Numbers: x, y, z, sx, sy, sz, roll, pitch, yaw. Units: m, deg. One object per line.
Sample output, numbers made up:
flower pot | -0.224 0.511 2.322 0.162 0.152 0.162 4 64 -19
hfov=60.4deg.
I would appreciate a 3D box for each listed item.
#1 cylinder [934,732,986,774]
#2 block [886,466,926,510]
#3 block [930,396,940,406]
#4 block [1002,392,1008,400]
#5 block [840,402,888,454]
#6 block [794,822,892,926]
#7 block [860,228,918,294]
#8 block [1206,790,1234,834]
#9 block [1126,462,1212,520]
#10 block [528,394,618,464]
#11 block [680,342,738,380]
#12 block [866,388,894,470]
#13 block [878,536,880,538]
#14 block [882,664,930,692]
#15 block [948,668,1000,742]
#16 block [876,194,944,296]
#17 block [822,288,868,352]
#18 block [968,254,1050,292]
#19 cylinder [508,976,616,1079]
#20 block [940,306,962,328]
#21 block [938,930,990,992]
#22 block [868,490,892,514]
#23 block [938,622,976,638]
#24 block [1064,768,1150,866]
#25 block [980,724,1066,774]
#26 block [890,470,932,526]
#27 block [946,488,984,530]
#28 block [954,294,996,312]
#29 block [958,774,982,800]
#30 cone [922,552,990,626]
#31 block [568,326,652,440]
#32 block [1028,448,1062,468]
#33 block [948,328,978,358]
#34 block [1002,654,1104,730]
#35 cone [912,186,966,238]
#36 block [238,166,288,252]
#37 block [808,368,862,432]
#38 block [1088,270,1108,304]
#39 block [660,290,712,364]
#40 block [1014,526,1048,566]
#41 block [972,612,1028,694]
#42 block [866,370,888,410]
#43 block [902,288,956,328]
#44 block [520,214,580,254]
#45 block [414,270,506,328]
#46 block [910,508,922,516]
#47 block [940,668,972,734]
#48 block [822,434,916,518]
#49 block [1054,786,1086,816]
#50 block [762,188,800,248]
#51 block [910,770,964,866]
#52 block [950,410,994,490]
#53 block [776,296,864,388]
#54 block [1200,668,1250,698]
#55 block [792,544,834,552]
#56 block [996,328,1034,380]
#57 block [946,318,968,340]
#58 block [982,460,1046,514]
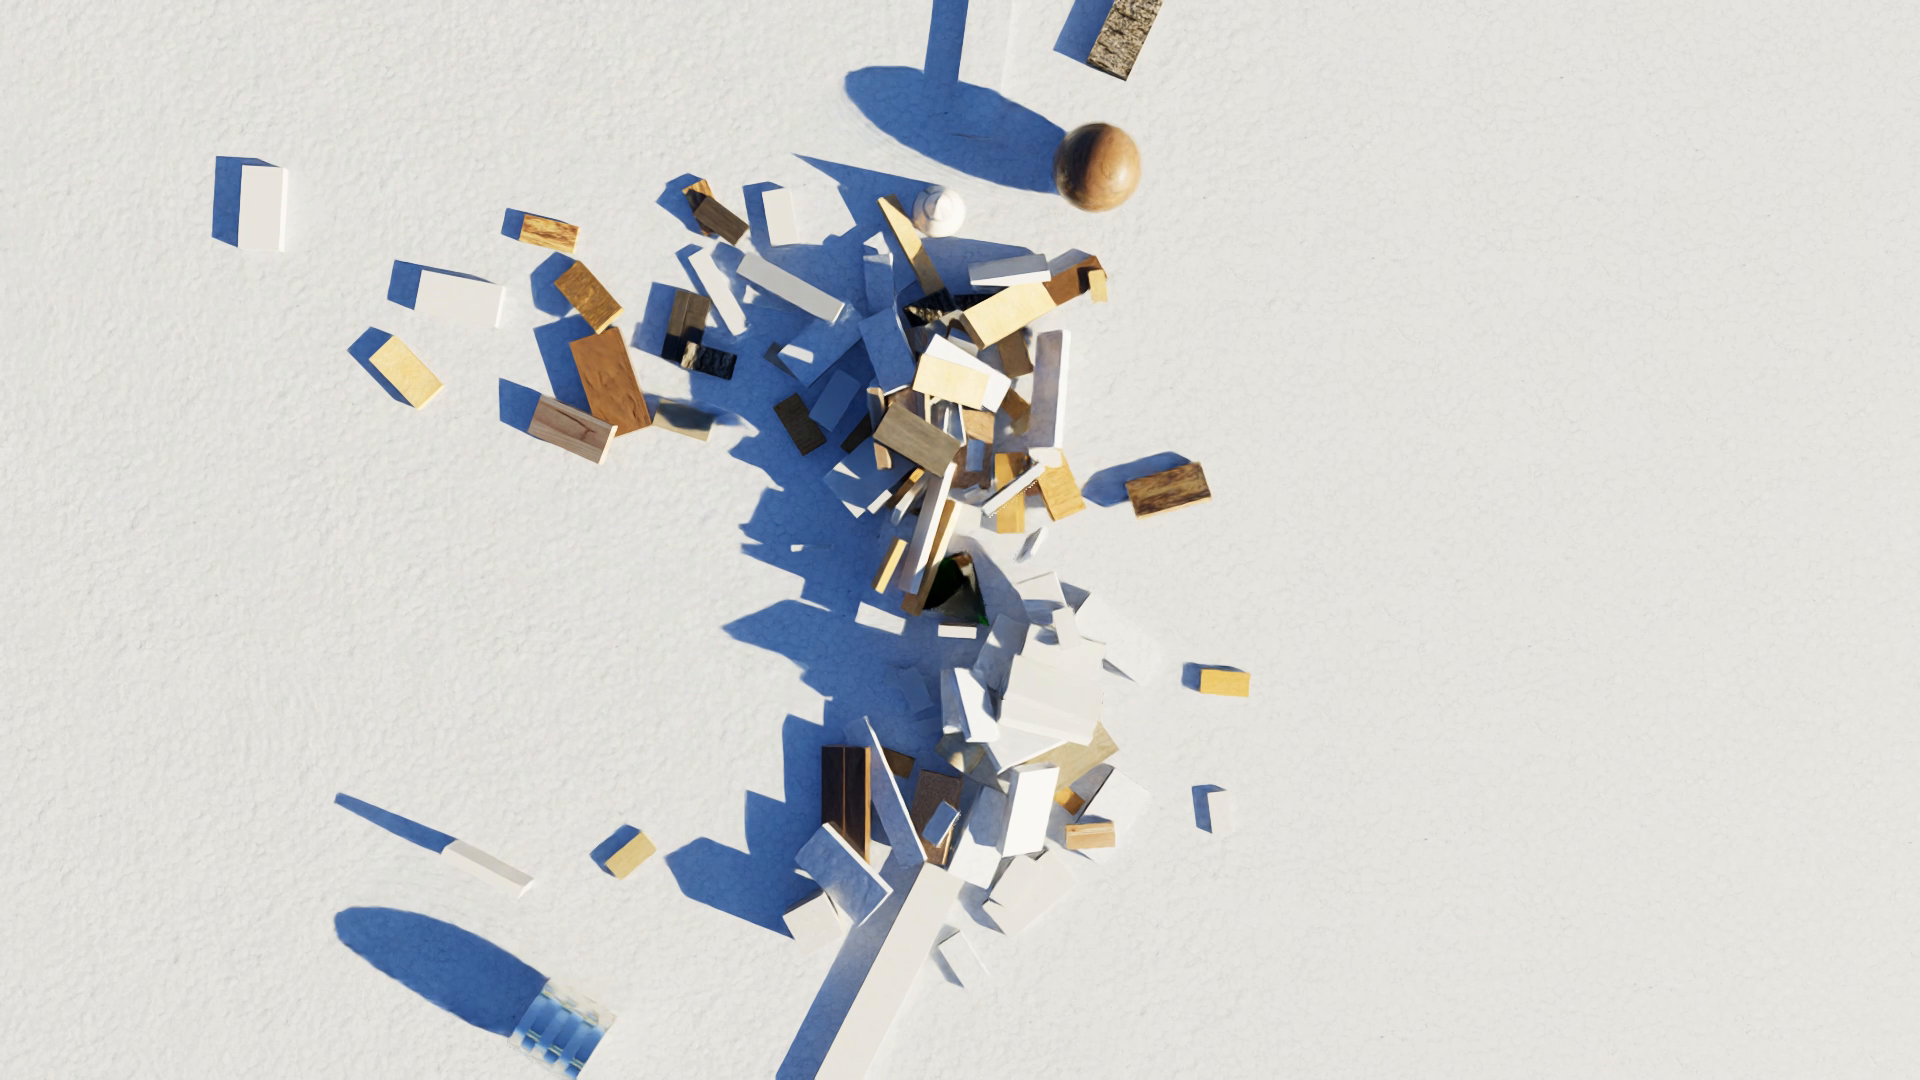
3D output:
cylinder | 0.016 0.669 5.426 0.148 0.148 0.148 34 90 0
block | -0.174 -0.175 5.384 0.026 0.182 0.091 40 48 -3
block | -0.062 -0.518 5.418 0.184 0.026 0.092 -38 52 -9
block | 0.092 -0.494 5.475 0.136 0.019 0.068 -4 81 9
block | -0.221 -0.387 5.476 0.172 0.049 0.345 39 90 0
block | -0.384 1.096 5.411 0.311 0.044 0.156 44 103 12
block | -0.231 -0.925 5.486 0.100 0.028 0.201 -35 90 0
block | 0.865 0.906 5.490 0.069 0.020 0.139 -7 90 0
block | 0.690 -0.163 5.464 0.257 0.036 0.128 -16 73 0
block | -1.281 -0.366 5.449 0.273 0.039 0.136 24 98 9
block | -0.832 -0.594 5.467 0.170 0.024 0.085 15 90 -15
block | -0.257 -0.358 5.336 0.037 0.130 0.259 -8 90 5
block | -0.229 0.011 5.493 0.047 0.013 0.094 -38 90 0
block | -0.181 0.469 5.490 0.142 0.020 0.071 20 90 0
block | 0.046 0.531 5.299 0.119 0.034 0.239 8 57 -40
block | -0.162 -0.975 5.474 0.070 0.020 0.369 -28 90 -31
block | -0.339 -0.701 5.487 0.347 0.026 0.091 35 90 0
block | 0.161 -0.883 5.437 0.258 0.129 0.037 -8 126 0
cylinder | -1.294 1.595 5.376 0.248 0.248 0.248 33 90 0
block | -0.019 -0.734 5.473 0.070 0.020 0.140 -41 92 19
block | 0.012 1.399 5.487 0.090 0.025 0.179 -33 90 0
block | -0.260 -0.125 5.415 0.086 0.171 0.024 -43 90 0
block | -0.009 0.293 5.381 0.119 0.239 0.034 3 90 0
block | 0.490 0.917 5.479 0.146 0.041 0.292 35 90 0
block | 0.214 0.635 5.367 0.293 0.042 0.147 -20 67 -28
block | -0.158 -0.140 5.408 0.027 0.095 0.191 33 58 7
block | 0.014 -0.168 5.444 0.131 0.037 0.262 7 90 0
block | 0.050 -0.782 5.490 0.140 0.020 0.070 -2 90 0
block | 0.041 0.831 5.491 0.123 0.017 0.062 27 90 0
cone | 0.022 0.210 5.446 0.242 0.242 0.242 -44 117 0
block | -1.157 -0.516 5.476 0.172 0.049 0.345 -18 90 0
block | 0.279 -0.270 5.433 0.106 0.015 0.053 4 68 -14
block | 0.007 -0.628 5.400 0.100 0.201 0.028 20 74 0
block | 0.304 0.496 5.371 0.314 0.044 0.157 20 46 -7
cone | -0.071 -1.095 5.411 0.178 0.178 0.178 0 90 0
block | -2.316 -1.100 5.481 0.136 0.039 0.273 3 90 0
block | -0.415 -0.464 5.472 0.094 0.027 0.189 31 83 -3
block | 0.458 -0.840 5.466 0.052 0.015 0.104 -9 90 0
block | -0.910 -0.704 5.484 0.115 0.033 0.230 14 90 0
block | 0.221 0.017 5.095 0.019 0.136 0.068 46 131 -15
block | 0.130 0.375 5.446 0.120 0.034 0.239 26 74 -4
block | -0.269 -0.499 5.455 0.066 0.019 0.131 -5 67 26
block | -0.100 -0.764 5.452 0.161 0.023 0.081 -24 110 18
block | -1.365 -1.017 5.487 0.183 0.026 0.091 13 90 0
block | -1.660 -0.801 5.481 0.273 0.039 0.136 11 90 0
block | -0.110 -0.025 5.488 0.086 0.024 0.171 -12 90 0
block | 0.001 0.524 5.403 0.119 0.239 0.034 -5 135 0
block | -0.267 -0.252 5.427 0.345 0.049 0.172 -42 90 0
block | 0.350 0.854 5.491 0.123 0.017 0.062 40 90 0
block | -0.597 -1.072 5.487 0.091 0.026 0.183 -10 90 0
block | -0.090 0.916 5.450 0.144 0.041 0.287 11 86 18
block | 0.039 -0.296 5.406 0.131 0.037 0.262 4 72 -1
block | -0.447 -0.655 5.455 0.294 0.042 0.147 -42 90 2
block | 0.881 0.476 5.489 0.160 0.023 0.080 5 90 0
block | -0.488 0.024 5.466 0.134 0.067 0.019 -2 90 0
block | 0.176 -0.634 5.487 0.093 0.026 0.185 -16 90 0
block | 0.006 -0.660 5.399 0.100 0.201 0.028 20 74 1
block | 0.174 -0.171 5.356 0.236 0.118 0.033 -38 95 6
